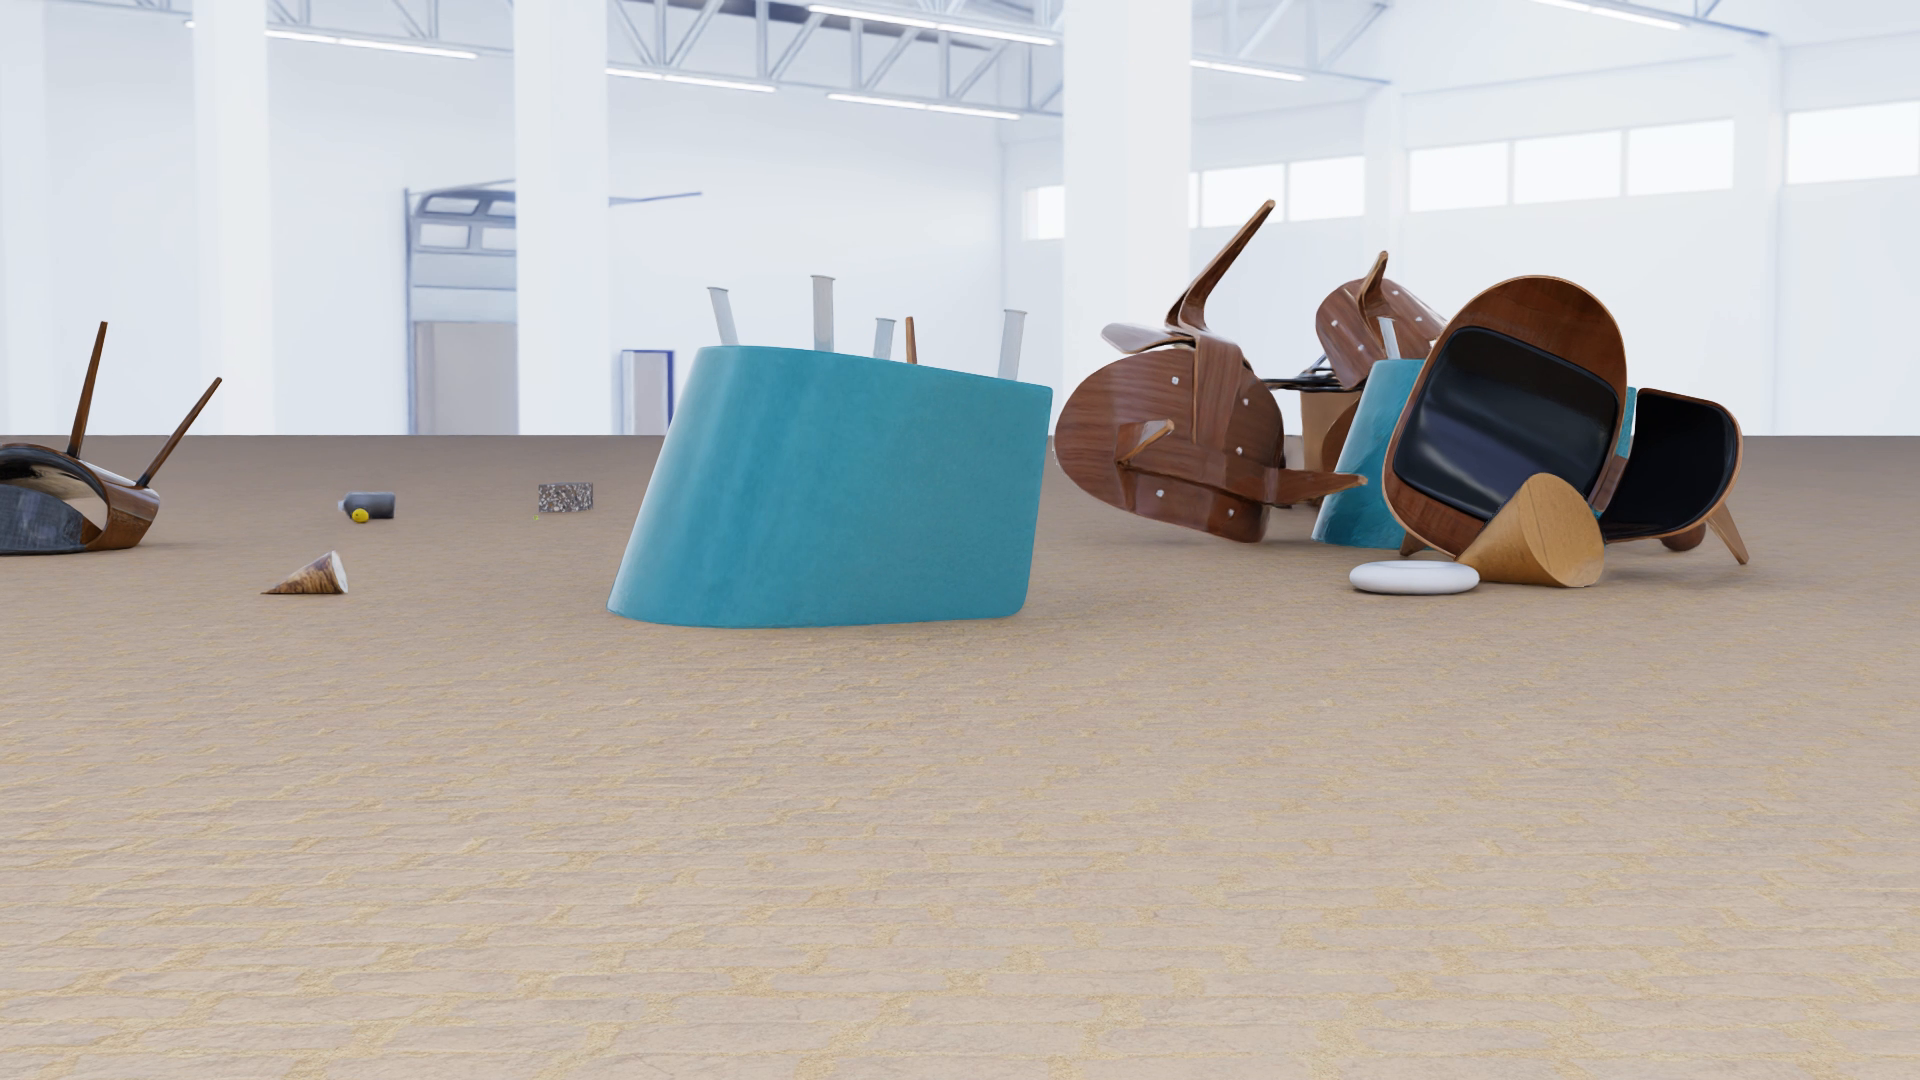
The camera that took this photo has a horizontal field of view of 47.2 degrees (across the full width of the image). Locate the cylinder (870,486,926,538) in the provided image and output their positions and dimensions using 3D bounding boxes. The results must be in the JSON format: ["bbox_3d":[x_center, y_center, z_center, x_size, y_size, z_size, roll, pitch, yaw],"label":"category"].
[{"bbox_3d":[-0.193,-0.087,6.712,0.155,0.150,0.175,20,1,-8],"label":"cylinder"}]

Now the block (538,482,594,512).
[{"bbox_3d":[-1.457,-0.159,8.138,0.127,0.099,0.209,1,4,12],"label":"block"}]

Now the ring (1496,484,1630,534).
[{"bbox_3d":[1.899,-0.096,6.928,0.413,0.142,0.399,-1,5,-33],"label":"ring"}]

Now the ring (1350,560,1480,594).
[{"bbox_3d":[1.017,0.083,4.918,0.272,0.059,0.347,3,5,36],"label":"ring"}]

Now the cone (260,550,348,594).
[{"bbox_3d":[-1.451,0.094,4.825,0.181,0.098,0.112,-16,-12,-5],"label":"cone"}]

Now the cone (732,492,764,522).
[{"bbox_3d":[-0.743,-0.088,7.442,0.094,0.128,0.109,-38,1,33],"label":"cone"}]

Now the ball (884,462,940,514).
[{"bbox_3d":[-0.169,-0.173,7.668,0.192,0.192,0.192,0,4,0],"label":"ball"}]

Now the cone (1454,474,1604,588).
[{"bbox_3d":[1.258,0.033,5.123,0.320,0.276,0.348,5,-22,-41],"label":"cone"}]

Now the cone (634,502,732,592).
[{"bbox_3d":[-0.577,0.057,5.002,0.242,0.211,0.231,-25,-31,15],"label":"cone"}]
